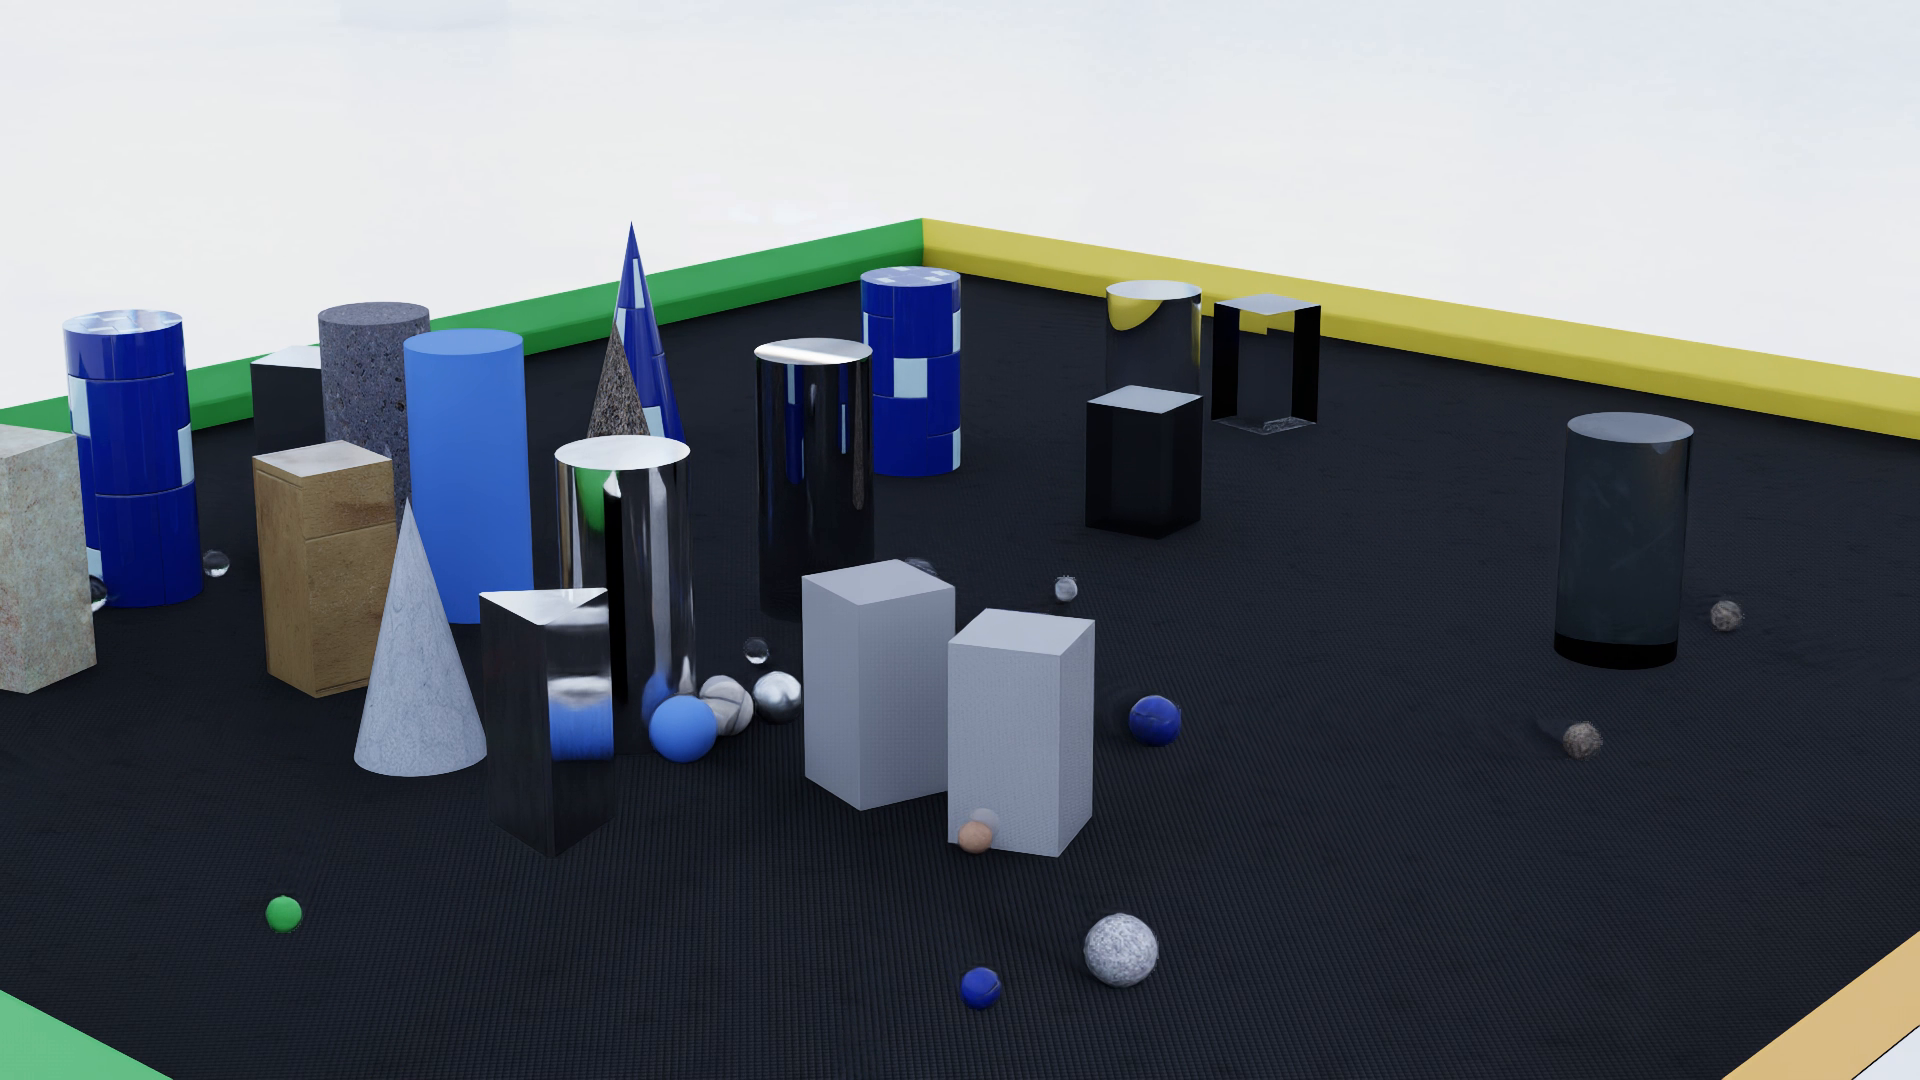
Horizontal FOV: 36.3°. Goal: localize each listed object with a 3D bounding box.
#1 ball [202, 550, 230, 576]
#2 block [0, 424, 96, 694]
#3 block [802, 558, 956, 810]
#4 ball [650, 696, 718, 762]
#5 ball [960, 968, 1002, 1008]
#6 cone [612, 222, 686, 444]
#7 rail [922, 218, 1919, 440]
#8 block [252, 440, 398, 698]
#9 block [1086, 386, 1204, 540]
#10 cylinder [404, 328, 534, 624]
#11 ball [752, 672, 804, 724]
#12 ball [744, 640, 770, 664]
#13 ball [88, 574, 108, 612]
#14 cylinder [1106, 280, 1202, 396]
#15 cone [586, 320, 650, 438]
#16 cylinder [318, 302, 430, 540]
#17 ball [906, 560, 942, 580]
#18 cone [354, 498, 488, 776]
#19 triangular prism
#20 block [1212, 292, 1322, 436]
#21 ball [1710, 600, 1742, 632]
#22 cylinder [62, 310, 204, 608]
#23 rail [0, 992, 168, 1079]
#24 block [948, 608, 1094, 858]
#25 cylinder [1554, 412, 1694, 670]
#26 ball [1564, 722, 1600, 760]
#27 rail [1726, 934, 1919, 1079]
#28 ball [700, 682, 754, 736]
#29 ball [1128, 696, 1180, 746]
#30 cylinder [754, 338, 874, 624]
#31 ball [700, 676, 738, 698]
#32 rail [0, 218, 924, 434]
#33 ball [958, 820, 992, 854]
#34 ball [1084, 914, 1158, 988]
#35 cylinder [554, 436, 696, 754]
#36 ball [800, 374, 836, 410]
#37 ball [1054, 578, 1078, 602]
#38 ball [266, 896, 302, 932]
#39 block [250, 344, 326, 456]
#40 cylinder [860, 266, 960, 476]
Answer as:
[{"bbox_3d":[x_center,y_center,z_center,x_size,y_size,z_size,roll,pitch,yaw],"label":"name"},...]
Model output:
[{"bbox_3d":[-1.329,0.043,5.234,0.046,0.046,0.046,0,17,0],"label":"ball"},{"bbox_3d":[-1.515,0.028,4.693,0.160,0.387,0.160,8,18,24],"label":"block"},{"bbox_3d":[-0.117,0.207,4.236,0.160,0.308,0.160,-10,20,-31],"label":"block"},{"bbox_3d":[-0.410,0.280,4.352,0.100,0.100,0.100,0,17,0],"label":"ball"},{"bbox_3d":[0.026,0.544,3.562,0.050,0.050,0.050,0,17,0],"label":"ball"},{"bbox_3d":[-0.670,-0.426,6.043,0.200,0.477,0.200,0,17,0],"label":"cone"},{"bbox_3d":[1.377,-0.425,6.639,3.958,0.130,0.045,14,22,39],"label":"rail"},{"bbox_3d":[-1.007,0.044,4.682,0.160,0.362,0.160,-14,22,-38],"label":"block"},{"bbox_3d":[0.347,-0.148,5.527,0.160,0.243,0.160,11,20,32],"label":"block"},{"bbox_3d":[-0.838,-0.111,5.012,0.200,0.468,0.200,0,17,0],"label":"cylinder"},{"bbox_3d":[-0.280,0.243,4.509,0.081,0.081,0.081,0,17,0],"label":"ball"},{"bbox_3d":[-0.331,0.182,4.782,0.040,0.040,0.040,0,17,0],"label":"ball"},{"bbox_3d":[-1.500,0.092,5.036,0.067,0.067,0.067,0,17,0],"label":"ball"},{"bbox_3d":[0.407,-0.379,6.186,0.200,0.305,0.200,0,17,0],"label":"cylinder"},{"bbox_3d":[-0.652,-0.238,5.589,0.200,0.380,0.200,0,17,0],"label":"cone"},{"bbox_3d":[-1.063,-0.204,5.379,0.200,0.434,0.200,0,17,0],"label":"cylinder"},{"bbox_3d":[-0.078,0.083,5.010,0.099,0.099,0.099,0,17,0],"label":"ball"},{"bbox_3d":[-0.808,0.127,4.342,0.200,0.399,0.200,0,17,0],"label":"cone"},{"bbox_3d":[-0.550,0.241,4.072,0.150,0.336,0.173,-12,21,-35],"label":"triangular prism"},{"bbox_3d":[0.653,-0.378,6.262,0.160,0.259,0.160,-13,21,-37],"label":"block"},{"bbox_3d":[1.292,0.128,4.941,0.052,0.052,0.052,0,17,0],"label":"ball"},{"bbox_3d":[-1.433,-0.142,5.089,0.200,0.484,0.200,0,17,0],"label":"cylinder"},{"bbox_3d":[-1.377,0.490,3.601,3.958,0.130,0.045,14,22,39],"label":"rail"},{"bbox_3d":[0.085,0.265,4.069,0.160,0.292,0.160,6,18,19],"label":"block"},{"bbox_3d":[1.084,0.000,4.798,0.200,0.380,0.200,0,17,0],"label":"cylinder"},{"bbox_3d":[0.926,0.300,4.367,0.054,0.054,0.054,0,17,0],"label":"ball"},{"bbox_3d":[1.477,0.402,3.892,0.045,0.130,4.249,14,22,39],"label":"rail"},{"bbox_3d":[-0.356,0.257,4.461,0.083,0.083,0.083,0,17,0],"label":"ball"},{"bbox_3d":[0.293,0.272,4.418,0.077,0.077,0.077,0,17,0],"label":"ball"},{"bbox_3d":[-0.247,-0.102,5.013,0.200,0.452,0.200,0,17,0],"label":"cylinder"},{"bbox_3d":[-0.369,0.243,4.534,0.067,0.067,0.067,0,17,0],"label":"ball"},{"bbox_3d":[-1.477,-0.337,6.347,0.045,0.130,4.249,14,22,39],"label":"rail"},{"bbox_3d":[0.020,0.408,4.022,0.046,0.046,0.046,0,17,0],"label":"ball"},{"bbox_3d":[0.198,0.507,3.618,0.090,0.090,0.090,0,17,0],"label":"ball"},{"bbox_3d":[-0.501,0.081,4.420,0.200,0.442,0.200,0,17,0],"label":"cylinder"},{"bbox_3d":[-0.310,-0.322,6.396,0.076,0.076,0.076,0,17,0],"label":"ball"},{"bbox_3d":[0.184,0.087,5.098,0.041,0.041,0.041,0,17,0],"label":"ball"},{"bbox_3d":[-0.872,0.482,3.778,0.045,0.045,0.045,0,17,0],"label":"ball"},{"bbox_3d":[-1.228,-0.198,5.579,0.160,0.309,0.160,5,18,17],"label":"block"},{"bbox_3d":[-0.099,-0.341,5.916,0.200,0.388,0.200,0,17,0],"label":"cylinder"}]
